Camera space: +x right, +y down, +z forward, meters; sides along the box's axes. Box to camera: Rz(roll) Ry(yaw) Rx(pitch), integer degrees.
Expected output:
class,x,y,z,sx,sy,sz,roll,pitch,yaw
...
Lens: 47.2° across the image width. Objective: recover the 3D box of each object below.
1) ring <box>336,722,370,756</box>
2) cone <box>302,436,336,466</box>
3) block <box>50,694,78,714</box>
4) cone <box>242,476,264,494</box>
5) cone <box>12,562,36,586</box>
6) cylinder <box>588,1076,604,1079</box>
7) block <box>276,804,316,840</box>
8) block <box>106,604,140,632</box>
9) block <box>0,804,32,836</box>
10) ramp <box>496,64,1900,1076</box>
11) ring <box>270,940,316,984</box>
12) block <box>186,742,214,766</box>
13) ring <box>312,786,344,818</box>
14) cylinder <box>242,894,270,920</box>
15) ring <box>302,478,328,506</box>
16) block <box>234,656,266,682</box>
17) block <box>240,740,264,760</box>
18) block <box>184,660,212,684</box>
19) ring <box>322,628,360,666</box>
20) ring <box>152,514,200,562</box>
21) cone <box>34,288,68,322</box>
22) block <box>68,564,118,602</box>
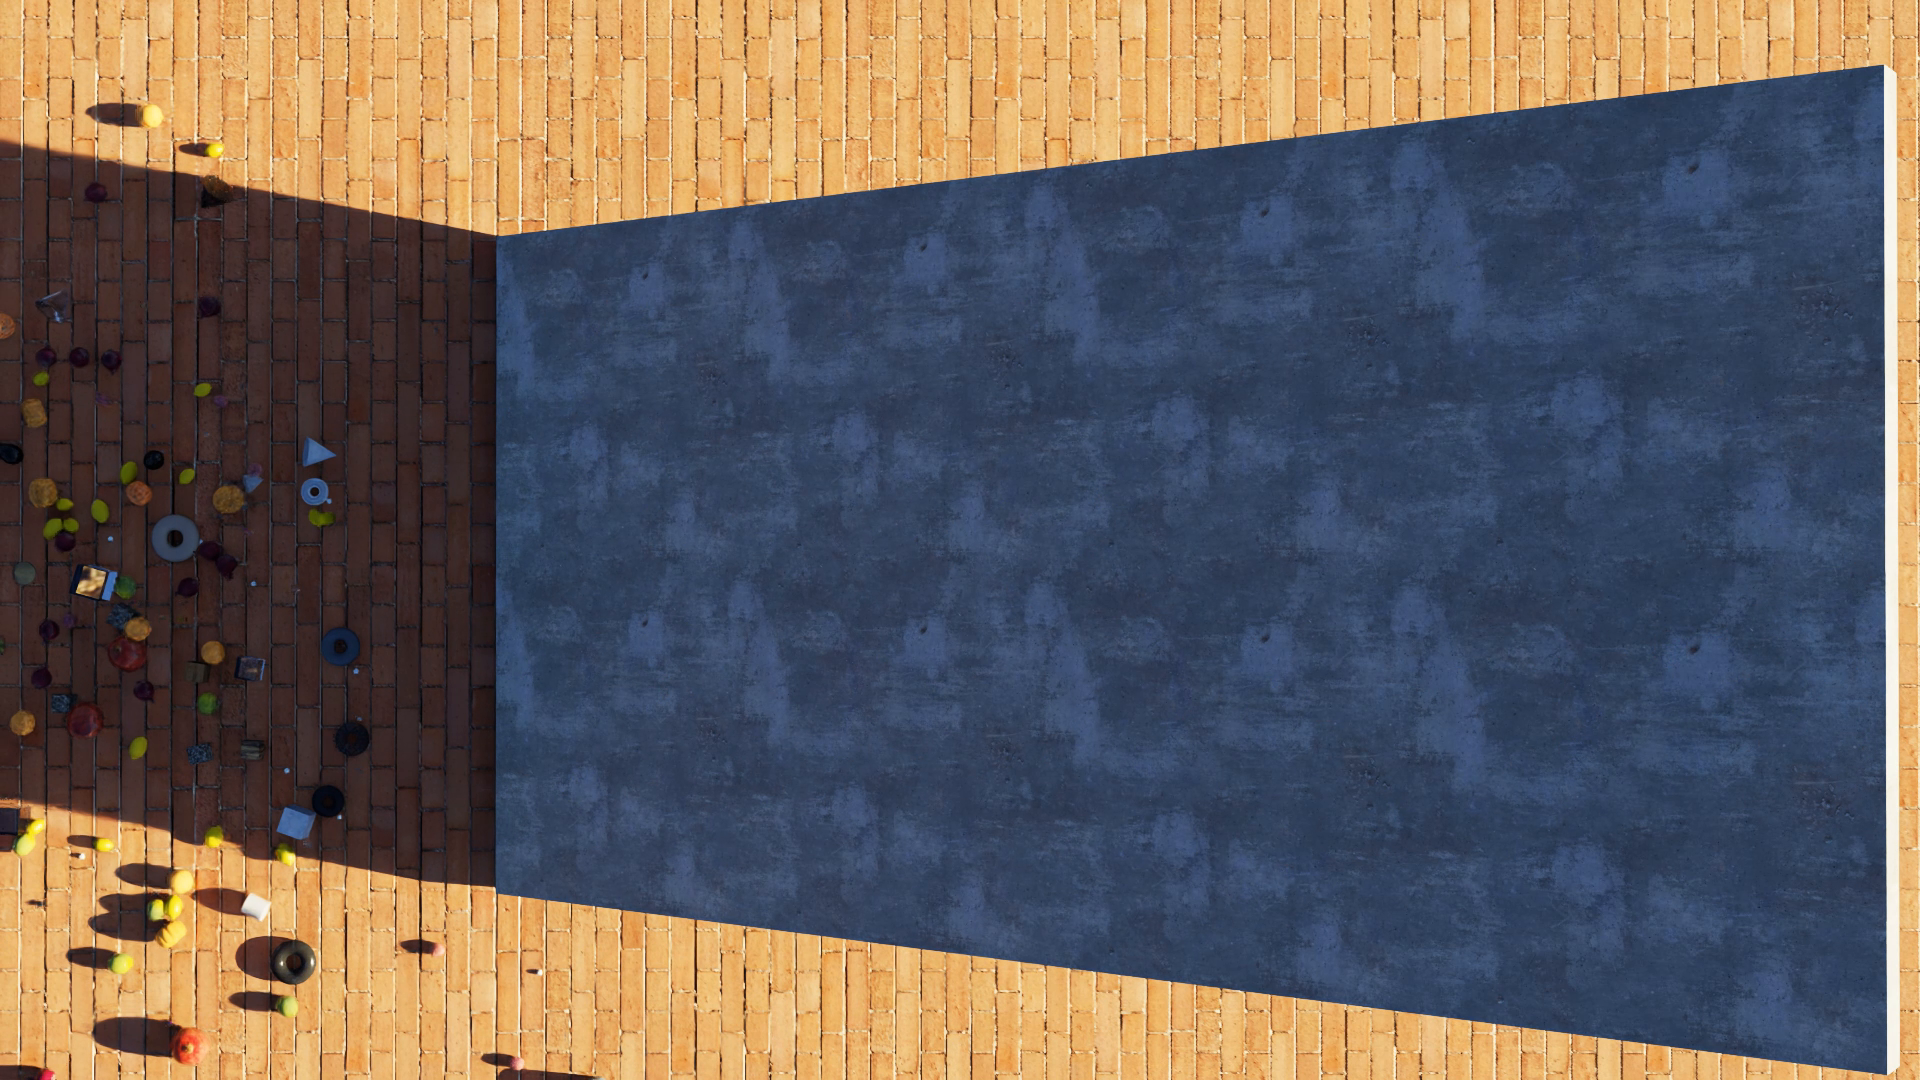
class,x,y,z,sx,sy,sz,roll,pitch,yaw
ring,-1.866,0.611,6.751,0.105,0.035,0.105,0,90,1
cone,-1.961,-0.265,6.754,0.094,0.094,0.094,6,90,-27
block,-2.746,0.501,6.741,0.056,0.056,0.056,3,90,0
cone,-2.166,-0.179,6.761,0.060,0.060,0.060,-23,90,-31
cone,-2.882,0.102,6.735,0.074,0.074,0.074,0,90,0
cylinder,-1.117,1.694,6.715,0.090,0.090,0.090,0,90,0
block,-2.029,0.863,6.727,0.079,0.079,0.079,20,90,0
block,-2.564,0.238,6.739,0.064,0.064,0.064,30,90,0
block,-2.901,0.856,6.726,0.082,0.082,0.082,5,90,0
ramp,0.239,0.066,5.561,4.000,0.100,2.000,0,89,36
ring,-2.043,1.294,6.740,0.139,0.046,0.139,0,88,-1
block,-2.330,0.655,6.741,0.055,0.055,0.055,-13,90,0
ring,-1.940,0.802,6.751,0.100,0.033,0.100,0,91,0
cylinder,-2.155,1.123,6.733,0.063,0.063,0.063,25,90,0
ring,-1.984,-0.148,6.760,0.085,0.028,0.085,0,91,-1
block,-2.177,0.394,6.737,0.065,0.065,0.065,10,90,0
block,-2.168,0.642,6.741,0.055,0.055,0.055,3,90,0
block,-2.337,0.405,6.741,0.058,0.058,0.058,9,90,0
ring,-1.901,0.328,6.751,0.120,0.040,0.120,0,88,0
ring,-2.408,-0.005,6.749,0.148,0.049,0.148,0,91,-1
cone,-2.769,-0.738,6.757,0.098,0.098,0.098,27,63,0
block,-2.650,0.130,6.726,0.092,0.092,0.092,16,90,0
